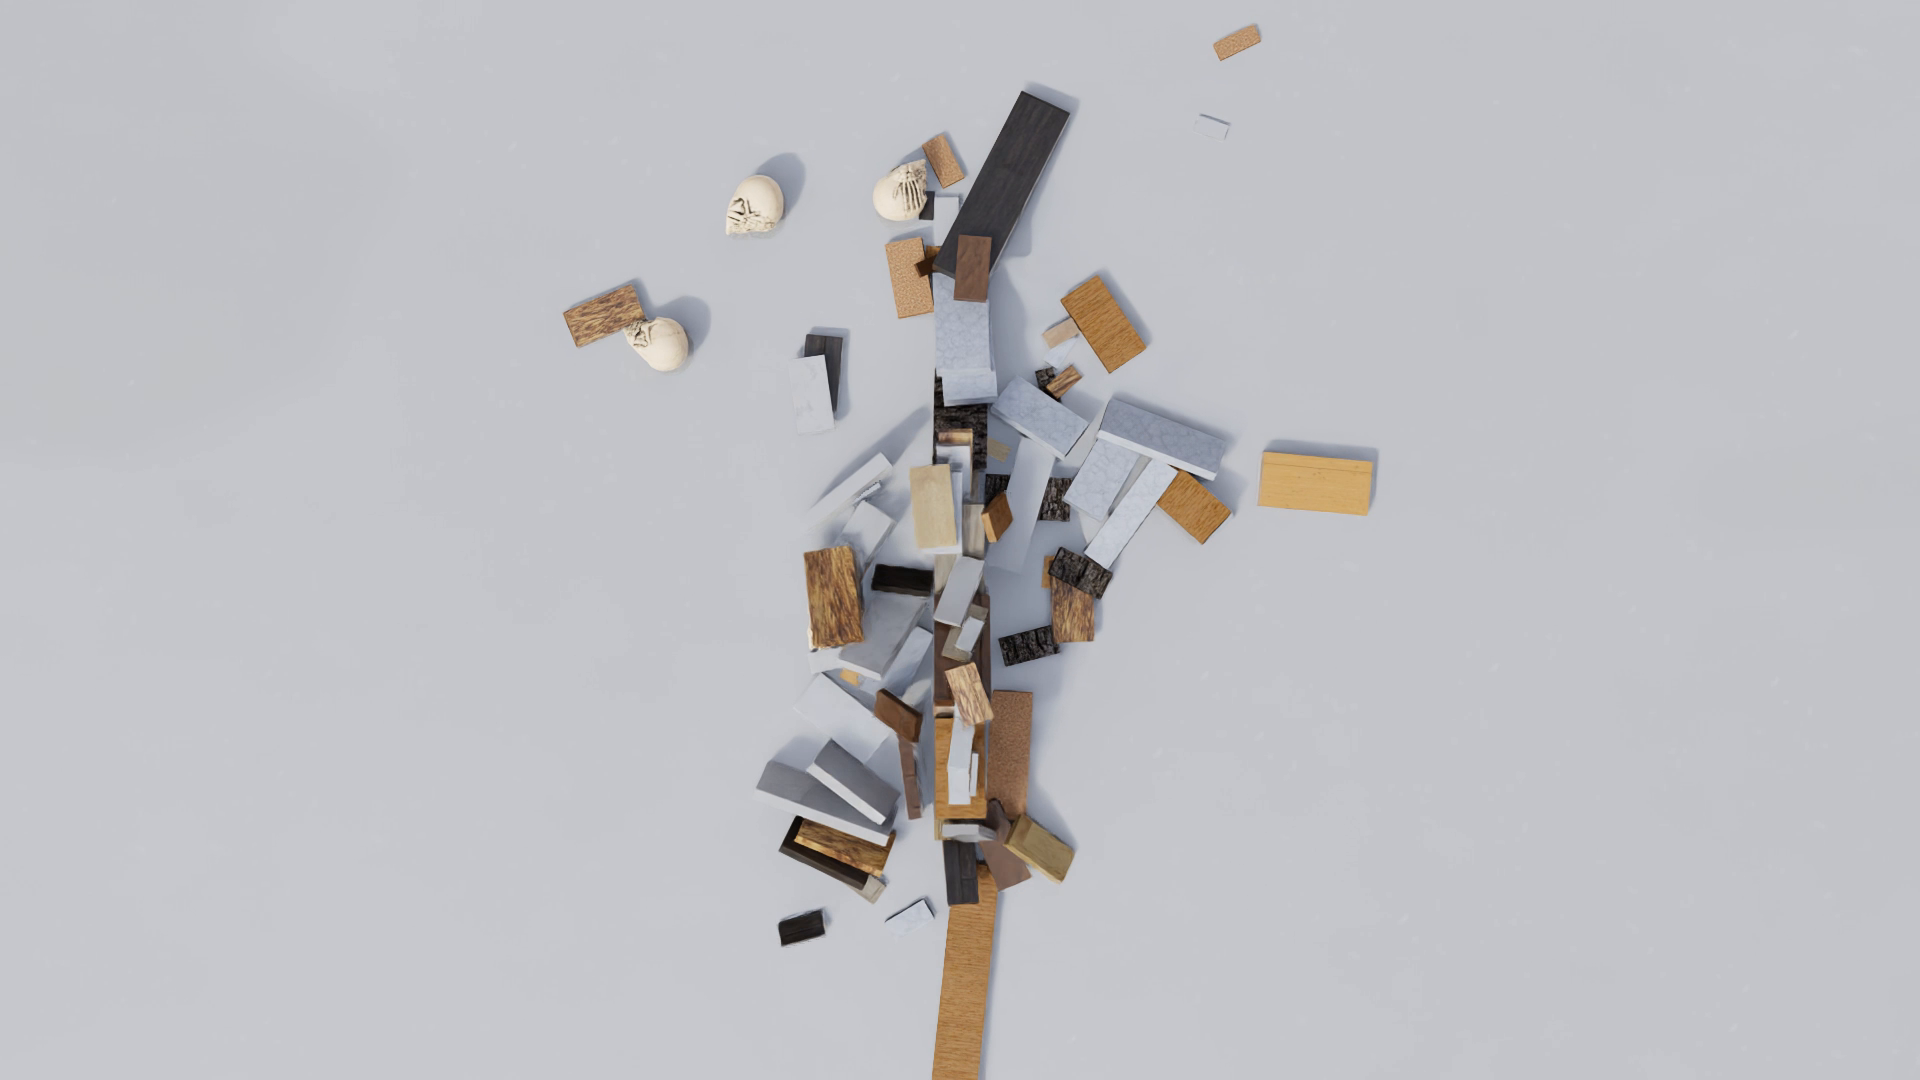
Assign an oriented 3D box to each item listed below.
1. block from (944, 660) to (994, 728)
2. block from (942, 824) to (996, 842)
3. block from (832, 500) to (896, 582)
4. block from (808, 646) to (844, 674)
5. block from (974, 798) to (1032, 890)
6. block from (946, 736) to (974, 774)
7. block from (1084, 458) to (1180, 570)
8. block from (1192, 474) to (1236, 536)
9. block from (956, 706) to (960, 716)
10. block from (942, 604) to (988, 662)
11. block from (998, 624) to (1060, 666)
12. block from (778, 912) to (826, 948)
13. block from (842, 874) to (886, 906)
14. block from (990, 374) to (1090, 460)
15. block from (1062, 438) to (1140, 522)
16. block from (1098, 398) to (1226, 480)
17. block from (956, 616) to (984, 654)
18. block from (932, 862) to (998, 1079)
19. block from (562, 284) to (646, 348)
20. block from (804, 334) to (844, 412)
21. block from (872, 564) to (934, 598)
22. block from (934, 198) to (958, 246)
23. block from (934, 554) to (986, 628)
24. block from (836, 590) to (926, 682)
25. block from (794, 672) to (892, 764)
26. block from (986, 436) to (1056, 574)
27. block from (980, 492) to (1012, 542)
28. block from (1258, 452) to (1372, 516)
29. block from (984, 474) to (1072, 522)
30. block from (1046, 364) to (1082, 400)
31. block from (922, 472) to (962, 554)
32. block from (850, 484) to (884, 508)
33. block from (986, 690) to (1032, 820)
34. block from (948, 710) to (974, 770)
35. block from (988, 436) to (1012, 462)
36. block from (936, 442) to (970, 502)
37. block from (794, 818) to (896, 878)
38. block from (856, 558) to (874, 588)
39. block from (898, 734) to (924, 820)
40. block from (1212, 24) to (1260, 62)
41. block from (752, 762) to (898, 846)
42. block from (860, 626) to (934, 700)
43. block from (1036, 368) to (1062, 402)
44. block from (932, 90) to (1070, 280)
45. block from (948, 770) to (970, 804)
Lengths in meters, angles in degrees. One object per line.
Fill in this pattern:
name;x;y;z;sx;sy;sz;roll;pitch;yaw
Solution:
block;0.029;0.469;5.050;0.095;0.027;0.191;-18;104;5
block;0.032;0.941;5.294;0.117;0.234;0.033;-4;74;15
block;-0.337;0.012;5.456;0.129;0.037;0.258;34;92;20
block;-0.414;0.392;5.474;0.178;0.019;0.068;-13;90;11
block;0.128;1.003;5.438;0.117;0.033;0.281;-24;87;6
block;0.001;0.653;5.122;0.065;0.018;0.130;10;78;0
block;0.566;-0.089;5.442;0.096;0.027;0.397;36;92;13
block;0.813;-0.114;5.486;0.096;0.027;0.193;-42;90;0
block;0.019;0.480;5.077;0.065;0.018;0.130;1;105;0
block;0.017;0.290;5.188;0.093;0.026;0.186;17;66;8
block;0.231;0.351;5.486;0.191;0.027;0.095;-15;90;0
block;-0.525;1.293;5.474;0.150;0.021;0.075;-15;65;0
block;-0.390;1.091;5.489;0.310;0.021;0.075;37;90;0
block;0.263;-0.405;5.434;0.293;0.041;0.146;35;69;7
block;0.473;-0.221;5.453;0.146;0.041;0.293;31;80;0
block;0.665;-0.333;5.444;0.410;0.041;0.143;21;57;0
block;0.031;0.296;5.162;0.054;0.015;0.107;21;67;10
block;0.018;1.454;5.479;0.151;0.043;0.765;6;90;0
block;-1.181;-0.743;5.482;0.248;0.035;0.124;-23;90;0
block;-0.460;-0.555;5.483;0.122;0.035;0.245;5;90;0
block;-0.190;0.135;5.451;0.194;0.097;0.028;8;132;2
block;-0.045;-1.058;5.489;0.080;0.023;0.159;0;90;0
block;0.000;0.161;5.216;0.093;0.026;0.226;14;68;19
block;-0.255;0.301;5.374;0.158;0.045;0.316;19;56;19
block;-0.389;0.591;5.479;0.304;0.042;0.149;39;90;0
block;0.202;-0.115;5.442;0.122;0.035;0.433;17;90;0
block;0.120;-0.073;5.320;0.028;0.194;0.097;-11;107;22
block;1.177;-0.186;5.475;0.357;0.051;0.179;5;90;0
block;0.225;-0.140;5.480;0.286;0.041;0.143;3;90;0
block;0.345;-0.525;5.480;0.113;0.016;0.057;-41;95;-10
block;-0.058;-0.088;5.242;0.129;0.037;0.258;0;98;0
block;-0.309;-0.146;5.471;0.113;0.057;0.016;-32;74;0
block;0.162;0.715;5.481;0.136;0.039;0.422;3;90;0
block;0.006;0.618;5.111;0.065;0.018;0.177;7;79;-1
block;0.111;-0.306;5.492;0.107;0.015;0.054;27;90;0
block;-0.020;-0.211;5.264;0.106;0.030;0.212;-1;121;0
block;-0.376;0.980;5.428;0.302;0.043;0.151;23;48;-2
block;-0.345;0.093;5.490;0.068;0.019;0.136;30;90;0
block;-0.162;0.757;5.424;0.042;0.149;0.299;-8;90;2
block;0.922;-1.656;5.492;0.148;0.017;0.060;-26;90;0
block;-0.440;0.866;5.420;0.460;0.158;0.045;20;118;0
block;-0.208;0.403;5.438;0.136;0.039;0.273;29;77;-7
block;0.294;-0.511;5.492;0.060;0.017;0.120;-14;90;0
block;0.137;-1.147;5.414;0.179;0.051;0.671;26;80;3
block;-0.003;0.756;5.134;0.065;0.018;0.130;-2;90;0
